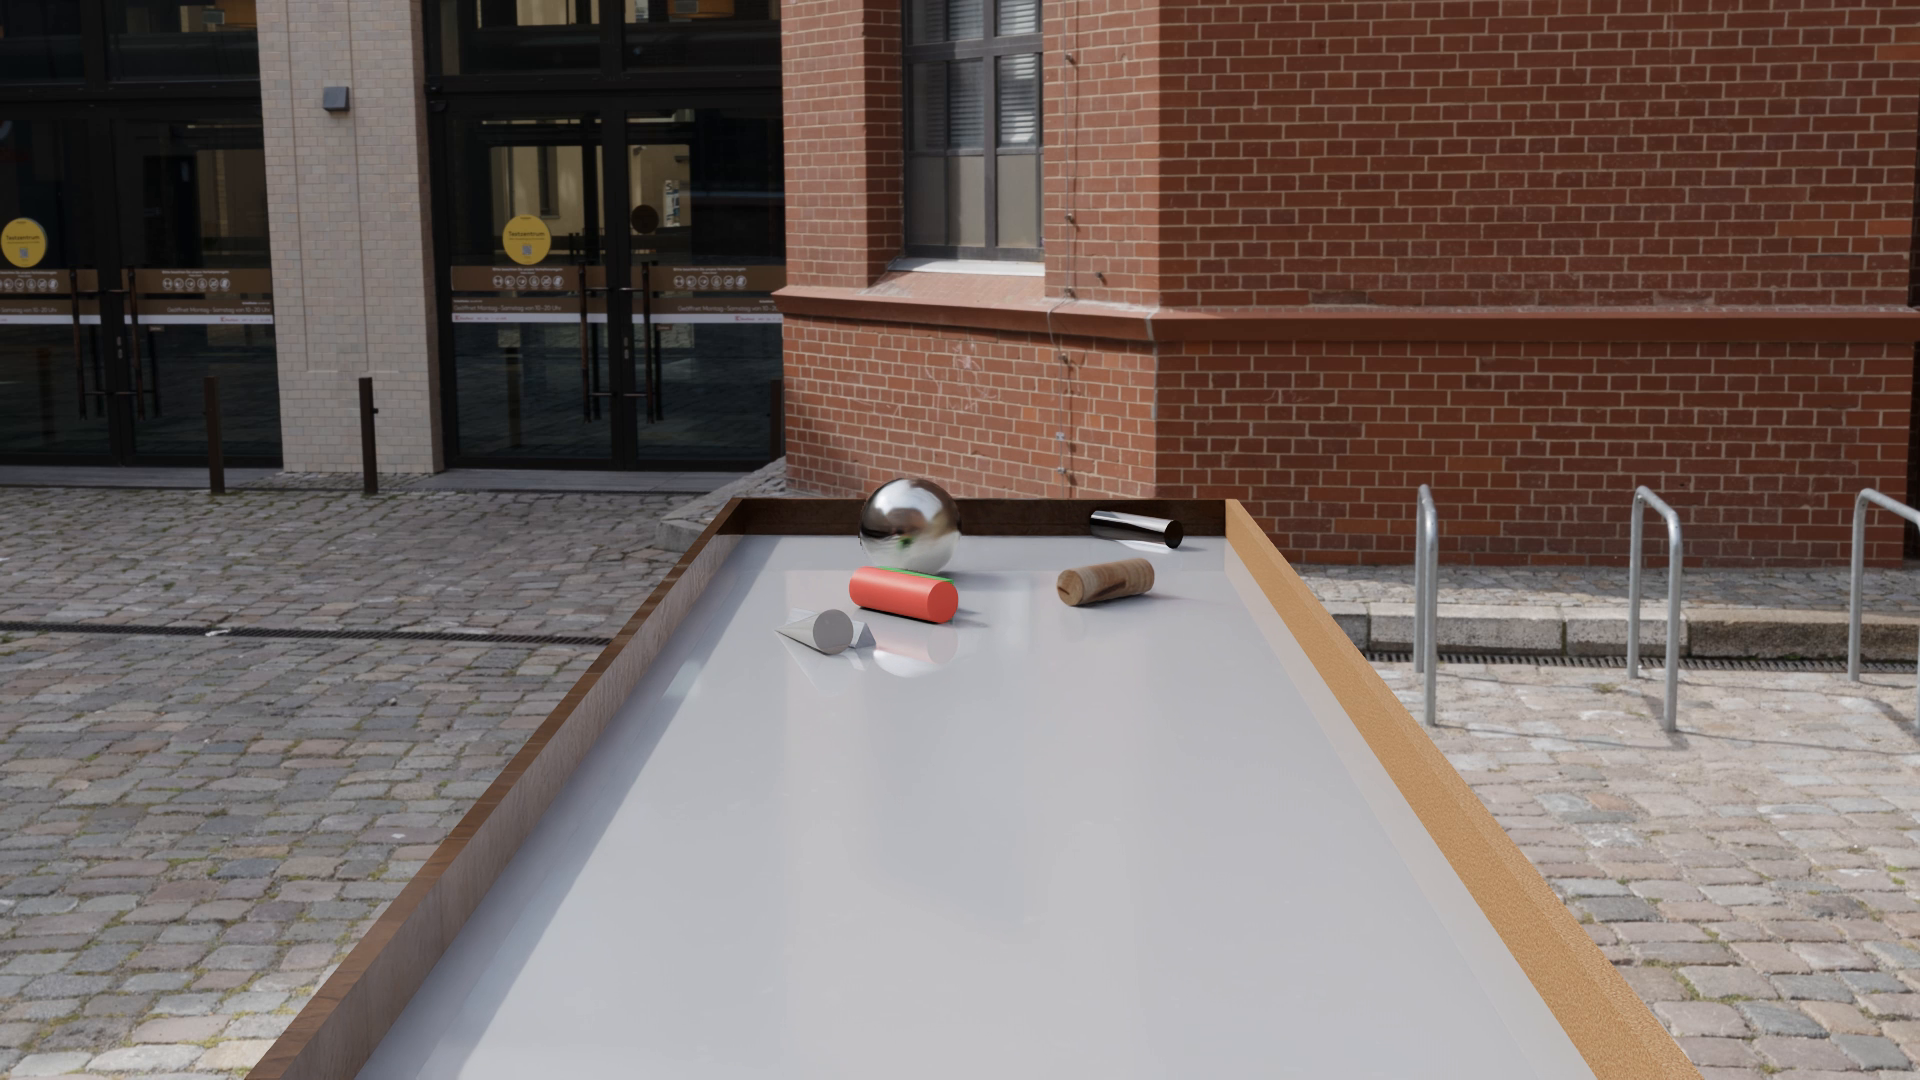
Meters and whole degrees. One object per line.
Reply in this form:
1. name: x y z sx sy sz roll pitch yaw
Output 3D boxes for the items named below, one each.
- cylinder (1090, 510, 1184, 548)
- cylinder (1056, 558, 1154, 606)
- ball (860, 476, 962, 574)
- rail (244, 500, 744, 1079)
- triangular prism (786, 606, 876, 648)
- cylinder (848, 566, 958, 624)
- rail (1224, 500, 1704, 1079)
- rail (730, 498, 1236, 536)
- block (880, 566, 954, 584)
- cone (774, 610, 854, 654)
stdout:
1. cylinder: 0.714 -0.045 8.930 0.115 0.115 0.412 -8 12 -42
2. cylinder: 0.511 0.145 7.690 0.365 0.125 0.125 -8 12 -42
3. ball: -0.181 -0.046 8.102 0.374 0.374 0.374 0 9 0
4. rail: -1.004 0.839 3.234 0.050 0.150 12.000 0 9 1
5. triangular prism: -0.419 0.275 7.018 0.087 0.076 0.363 -9 13 -42
6. cylinder: -0.192 0.182 7.412 0.140 0.140 0.401 -8 12 -42
7. rail: 1.046 0.843 3.208 0.050 0.150 12.000 0 9 1
8. rail: 0.099 -0.098 9.147 2.100 0.150 0.050 0 9 1
9. block: -0.185 0.172 7.586 0.105 0.105 0.366 -8 12 -42
10. cone: -0.501 0.287 6.976 0.140 0.140 0.447 -5 1 -29
